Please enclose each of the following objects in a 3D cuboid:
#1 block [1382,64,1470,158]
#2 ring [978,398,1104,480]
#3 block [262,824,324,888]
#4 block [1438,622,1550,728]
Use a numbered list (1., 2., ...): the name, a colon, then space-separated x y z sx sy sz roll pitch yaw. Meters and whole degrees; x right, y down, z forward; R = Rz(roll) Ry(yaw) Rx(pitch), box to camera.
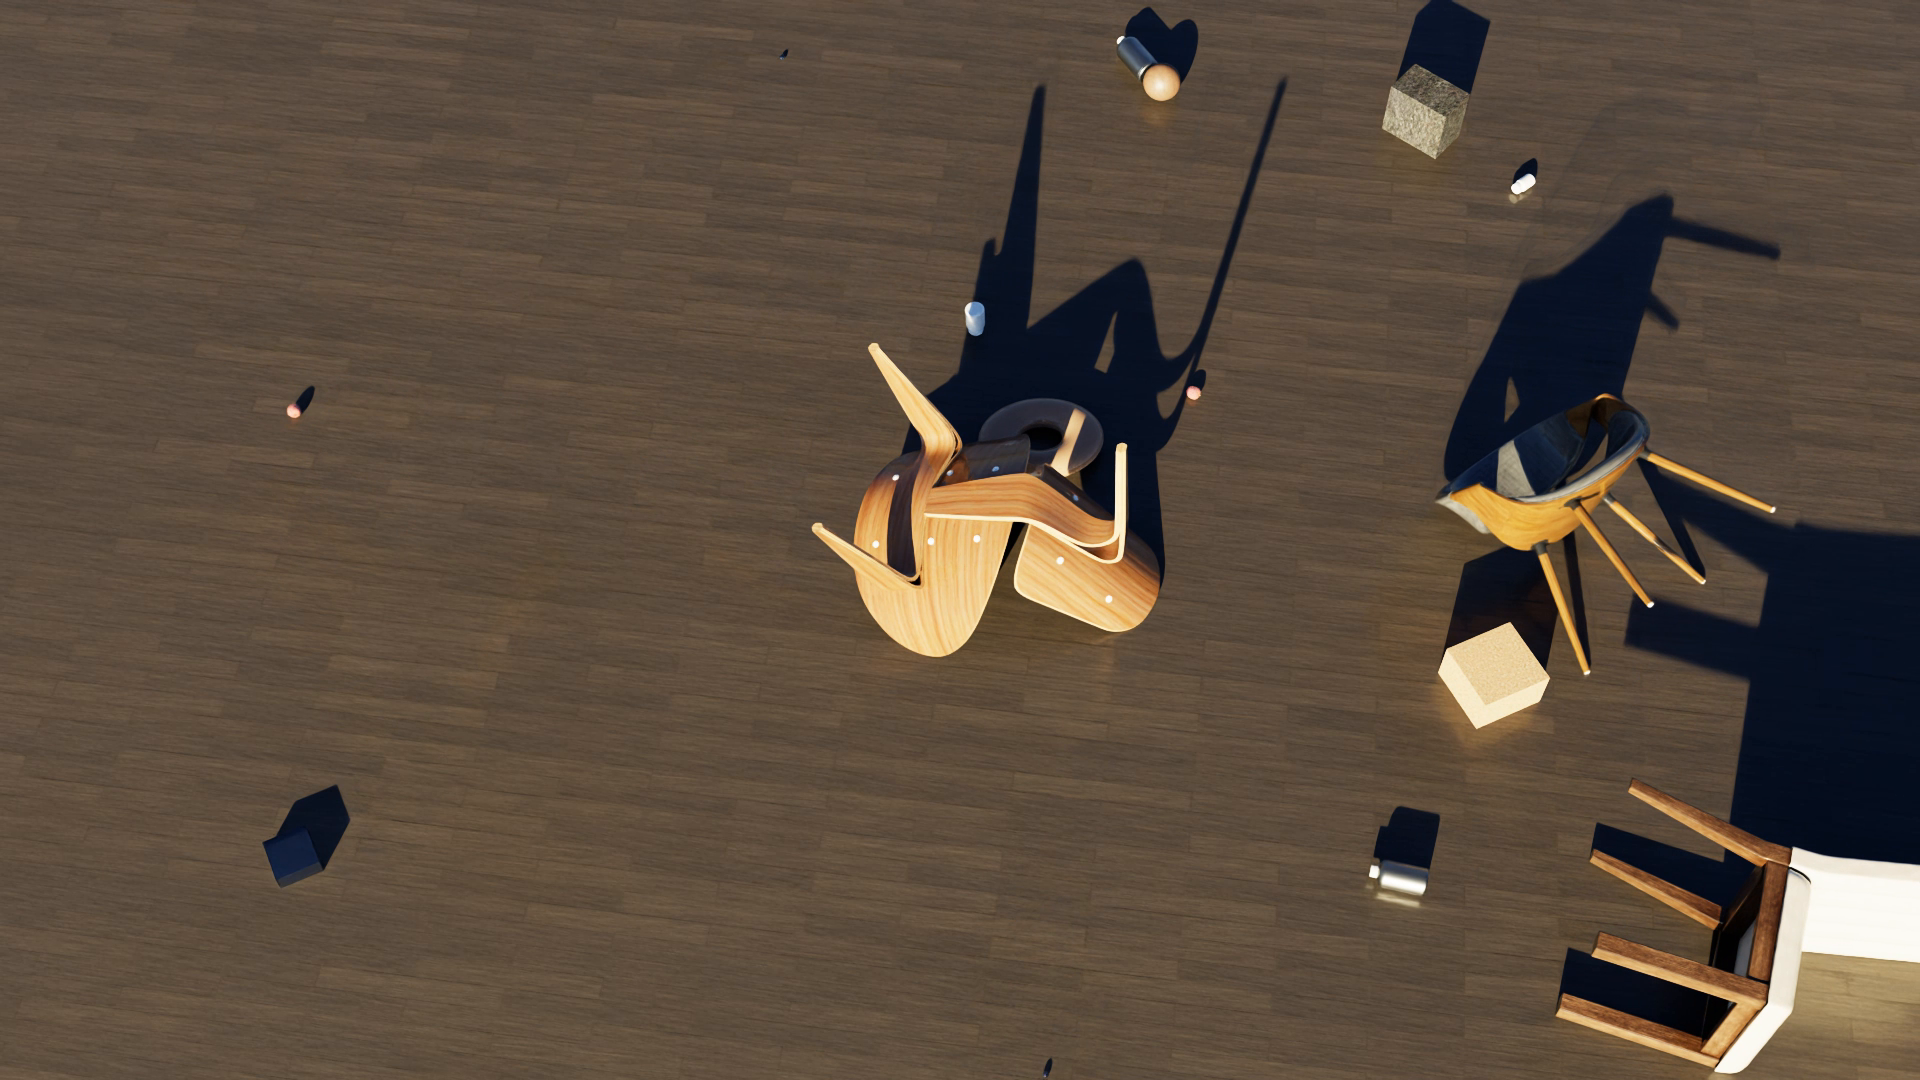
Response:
1. block: 1.572 -1.448 7.427 0.220 0.197 0.142 36 63 21
2. ring: 0.248 -0.310 6.735 0.386 0.074 0.305 -3 55 2
3. block: -1.809 0.858 5.965 0.120 0.054 0.124 -22 59 -14
4. block: 1.513 0.384 6.237 0.211 0.132 0.203 -21 59 -14
